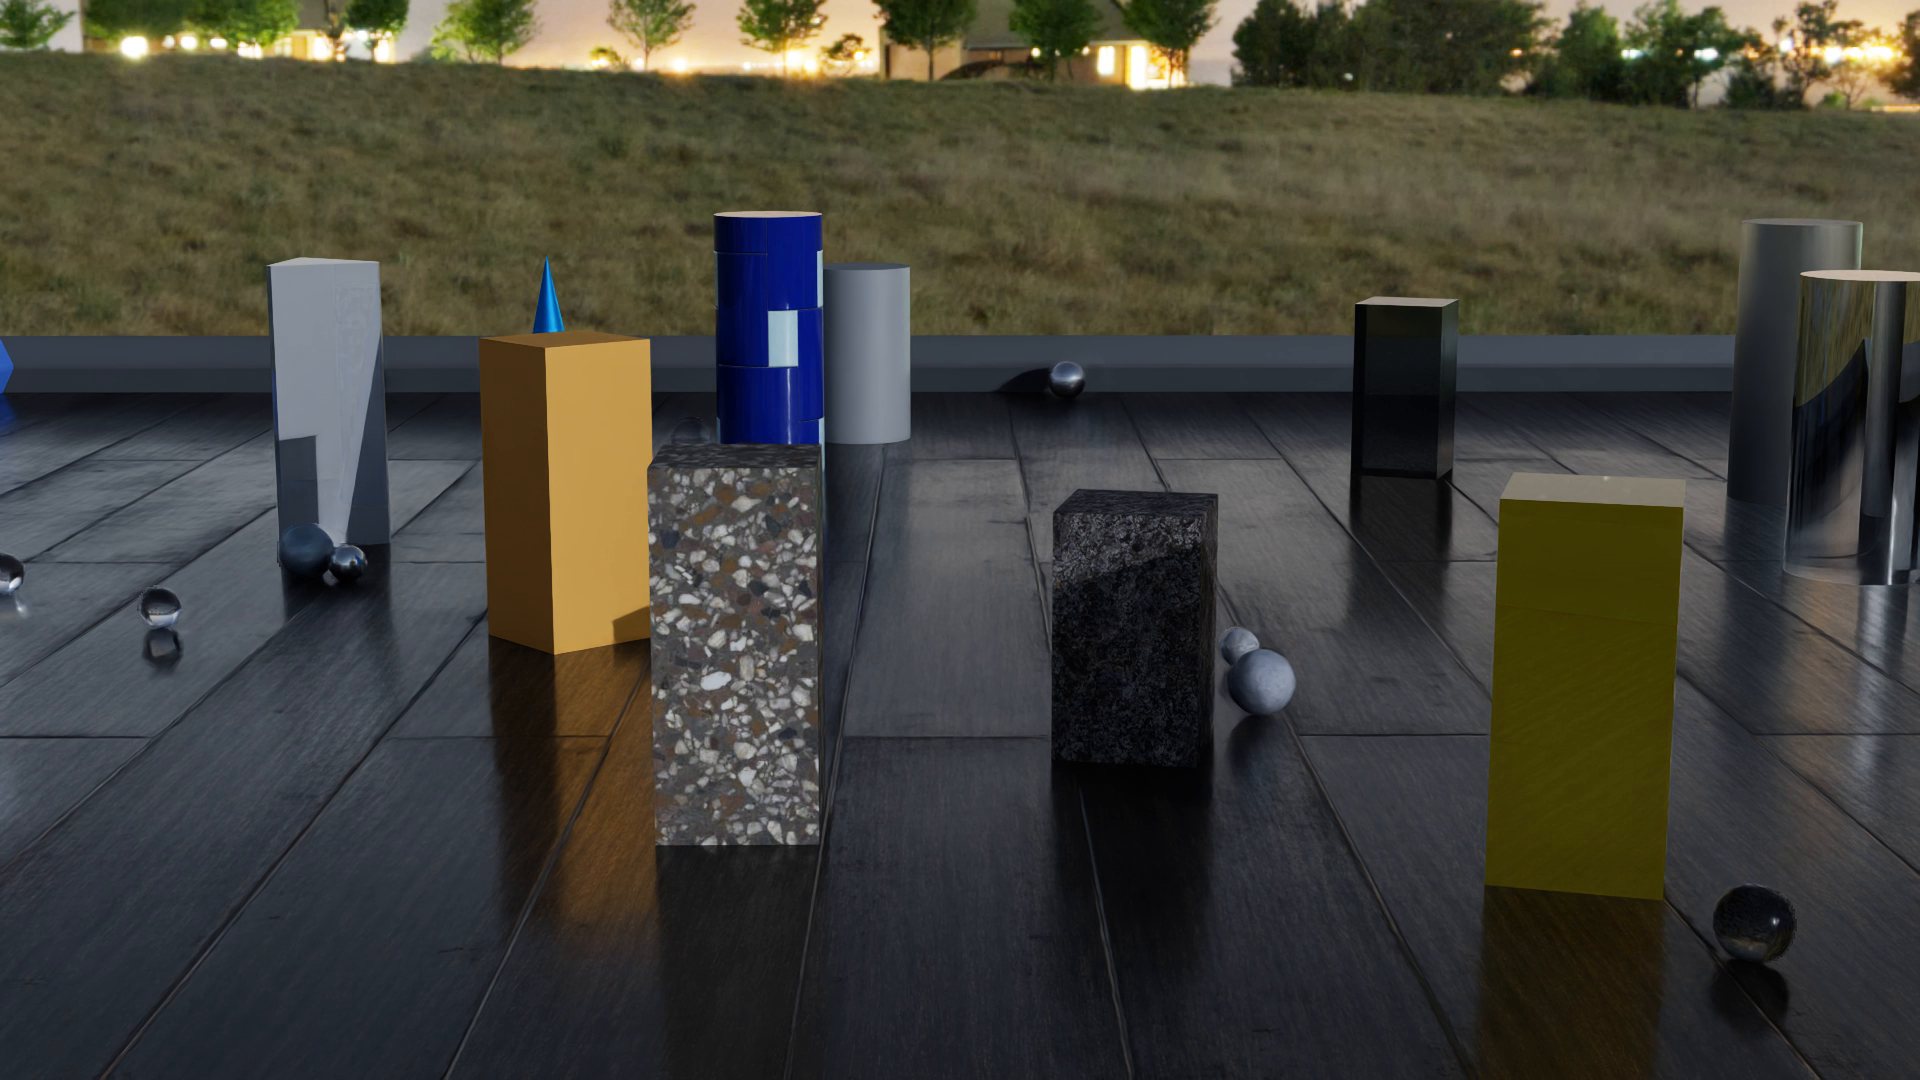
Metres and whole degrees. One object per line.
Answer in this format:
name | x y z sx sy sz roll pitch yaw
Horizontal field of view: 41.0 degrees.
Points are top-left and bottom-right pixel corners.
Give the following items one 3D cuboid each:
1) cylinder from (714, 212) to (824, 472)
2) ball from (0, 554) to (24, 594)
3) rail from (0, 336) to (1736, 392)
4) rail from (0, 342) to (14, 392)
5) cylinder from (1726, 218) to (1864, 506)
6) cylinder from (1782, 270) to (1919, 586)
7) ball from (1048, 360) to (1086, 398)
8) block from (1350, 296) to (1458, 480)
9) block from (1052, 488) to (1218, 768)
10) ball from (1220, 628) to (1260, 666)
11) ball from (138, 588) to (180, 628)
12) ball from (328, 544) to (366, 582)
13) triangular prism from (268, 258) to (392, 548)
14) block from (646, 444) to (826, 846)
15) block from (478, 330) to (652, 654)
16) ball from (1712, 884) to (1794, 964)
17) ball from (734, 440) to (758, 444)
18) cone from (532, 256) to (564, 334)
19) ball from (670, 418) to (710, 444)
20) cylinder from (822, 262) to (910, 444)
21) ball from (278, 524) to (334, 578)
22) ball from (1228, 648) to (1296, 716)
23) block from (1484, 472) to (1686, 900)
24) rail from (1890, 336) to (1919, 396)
cylinder | -0.342 -0.352 4.604 0.193 0.462 0.193 0 11 0
ball | -1.329 0.047 3.560 0.057 0.057 0.057 0 11 0
rail | -0.013 -0.391 5.728 4.268 0.126 0.045 0 11 0
rail | -2.110 0.035 3.437 0.045 0.126 4.684 0 11 0
cylinder | 1.405 -0.302 4.322 0.193 0.465 0.193 0 11 0
cylinder | 1.295 -0.165 3.683 0.193 0.429 0.193 0 11 0
ball | 0.236 -0.352 5.640 0.083 0.083 0.083 0 11 0
block | 0.800 -0.276 4.616 0.155 0.307 0.155 4 11 21
block | 0.189 0.091 2.753 0.155 0.266 0.155 2 11 12
ball | 0.342 0.132 3.134 0.048 0.048 0.048 0 11 0
ball | -1.045 0.089 3.349 0.053 0.053 0.053 0 11 0
ball | -0.872 0.033 3.650 0.053 0.053 0.053 0 11 0
triangular prism | -0.984 -0.213 3.937 0.167 0.431 0.145 -5 12 -27
block | -0.211 0.097 2.466 0.155 0.360 0.155 0 11 -1
block | -0.500 -0.066 3.274 0.155 0.384 0.155 -9 14 -41
ball | 0.651 0.314 2.105 0.064 0.064 0.064 0 11 0
ball | -0.364 -0.121 4.360 0.096 0.096 0.096 0 11 0
cone | -0.573 -0.167 3.597 0.193 0.465 0.193 0 11 0
ball | -0.504 -0.190 4.797 0.073 0.073 0.073 0 11 0
cylinder | -0.194 -0.369 5.037 0.193 0.336 0.193 0 11 0
ball | -0.934 0.017 3.670 0.077 0.077 0.077 0 11 0
ball | 0.341 0.161 2.899 0.076 0.076 0.076 0 11 0
block | 0.567 0.127 2.324 0.155 0.352 0.155 3 11 16
rail | 2.110 0.030 3.461 0.045 0.126 4.684 0 11 0
